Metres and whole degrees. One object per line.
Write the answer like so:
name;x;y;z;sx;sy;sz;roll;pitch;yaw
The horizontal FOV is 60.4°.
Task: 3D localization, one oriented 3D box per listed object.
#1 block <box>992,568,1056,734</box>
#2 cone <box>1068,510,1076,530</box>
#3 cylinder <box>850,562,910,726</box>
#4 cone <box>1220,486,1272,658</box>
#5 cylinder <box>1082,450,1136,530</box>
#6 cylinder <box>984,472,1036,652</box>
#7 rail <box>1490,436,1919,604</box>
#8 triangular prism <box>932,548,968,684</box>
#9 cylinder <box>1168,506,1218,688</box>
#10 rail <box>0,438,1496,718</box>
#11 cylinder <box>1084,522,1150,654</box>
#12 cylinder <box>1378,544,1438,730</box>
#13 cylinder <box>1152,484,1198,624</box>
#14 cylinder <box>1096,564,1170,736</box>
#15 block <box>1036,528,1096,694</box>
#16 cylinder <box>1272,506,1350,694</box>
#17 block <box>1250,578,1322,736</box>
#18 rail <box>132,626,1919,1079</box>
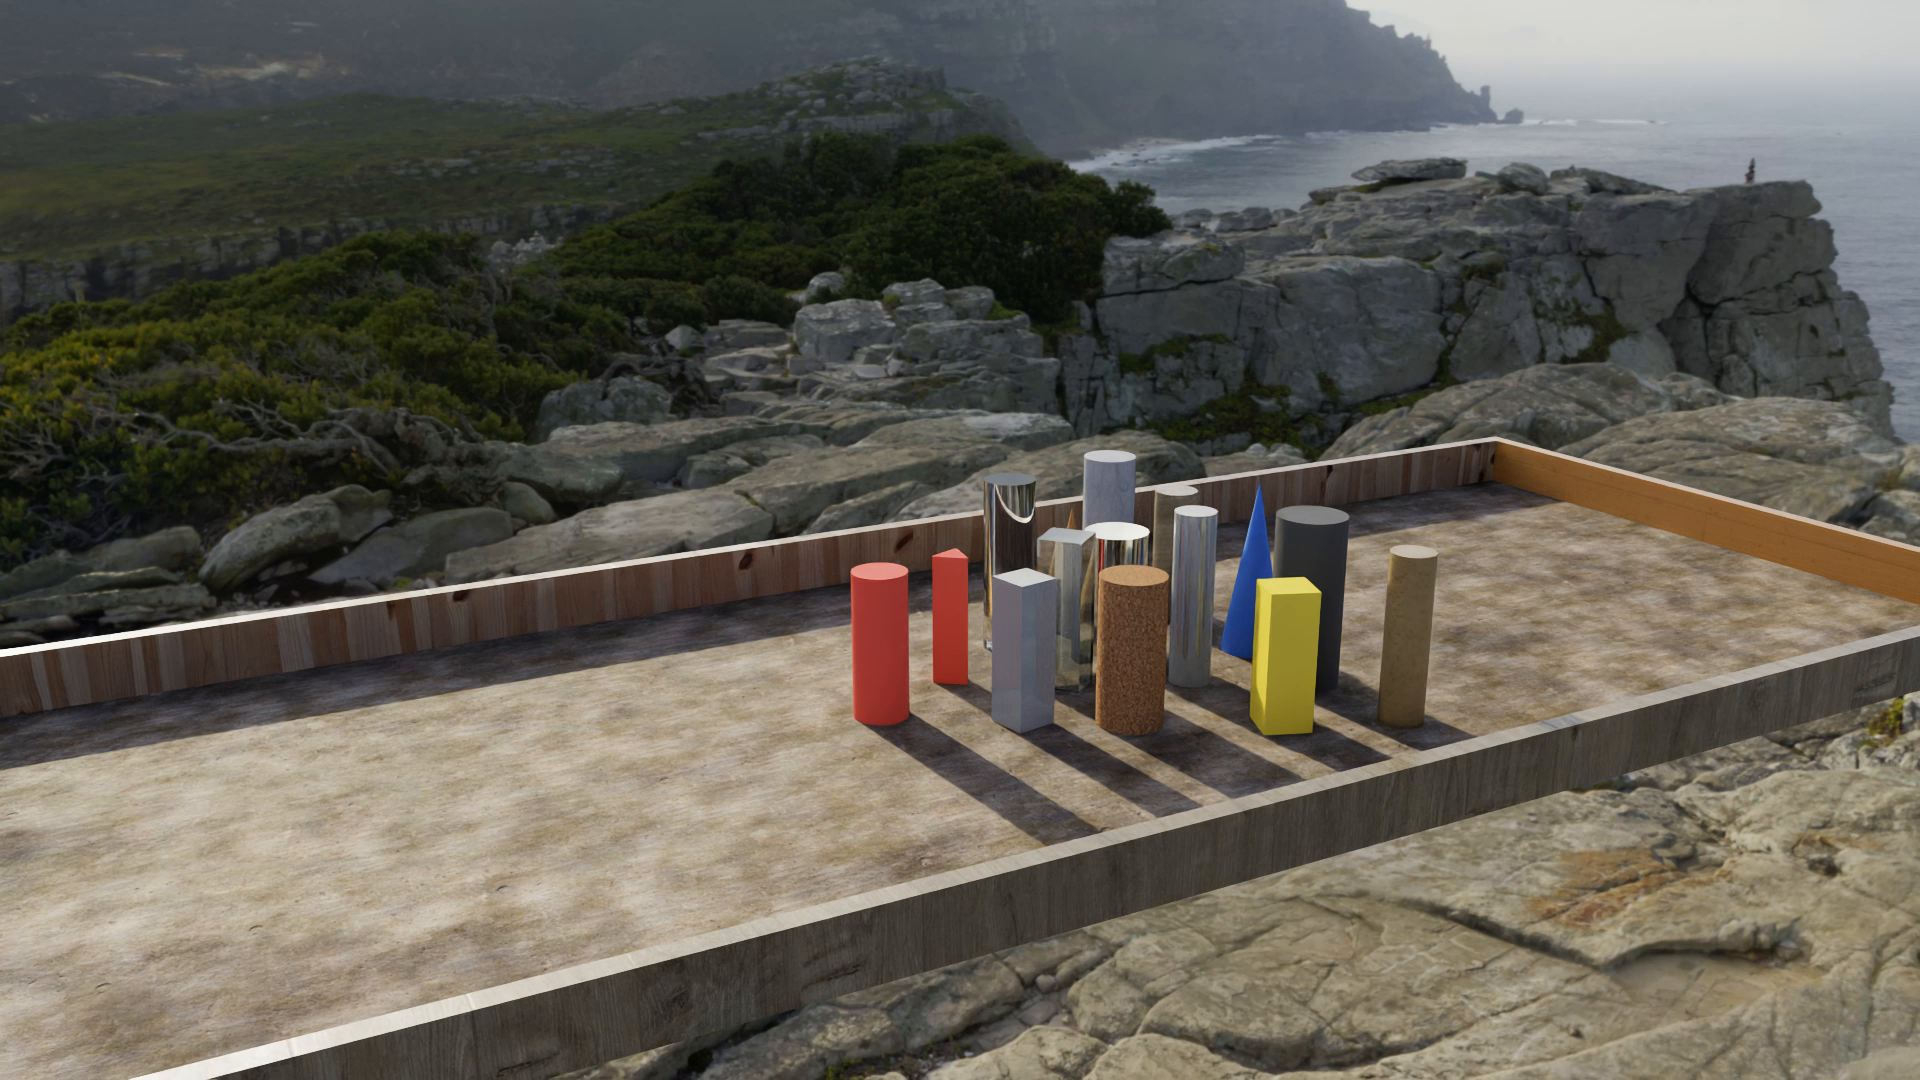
block;0.148;0.257;3.846;0.105;0.357;0.105;-13;21;-37
cone;0.310;0.058;4.597;0.128;0.316;0.128;0;16;0
cylinder;-0.187;0.244;3.886;0.134;0.359;0.134;0;16;0
cone;0.774;0.067;4.316;0.166;0.457;0.166;0;16;0
cylinder;0.435;-0.054;4.840;0.151;0.394;0.151;0;16;0
cylinder;0.129;0.062;4.335;0.135;0.457;0.135;0;16;0
rail;2.466;-0.048;5.253;0.050;0.150;2.100;-9;18;-27
triangular prism;-0.018;0.190;4.121;0.088;0.331;0.076;3;17;10
cylinder;0.577;0.141;4.094;0.106;0.441;0.106;0;16;0
rail;-3.305;0.497;3.399;12.000;0.150;0.050;-9;18;-27
cylinder;0.409;0.130;4.345;0.170;0.320;0.170;0;16;0
cylinder;1.041;0.227;3.842;0.107;0.418;0.107;0;16;0
cylinder;0.592;0.041;4.562;0.117;0.369;0.117;0;16;0
cylinder;0.400;0.255;3.843;0.161;0.363;0.161;0;16;0
block;0.260;0.175;4.074;0.114;0.387;0.114;6;18;21
cylinder;0.862;0.146;4.090;0.176;0.433;0.176;0;16;0
block;0.754;0.269;3.830;0.116;0.343;0.116;-2;16;-7
rail;-2.336;1.006;1.665;12.000;0.150;0.050;-9;18;-27
